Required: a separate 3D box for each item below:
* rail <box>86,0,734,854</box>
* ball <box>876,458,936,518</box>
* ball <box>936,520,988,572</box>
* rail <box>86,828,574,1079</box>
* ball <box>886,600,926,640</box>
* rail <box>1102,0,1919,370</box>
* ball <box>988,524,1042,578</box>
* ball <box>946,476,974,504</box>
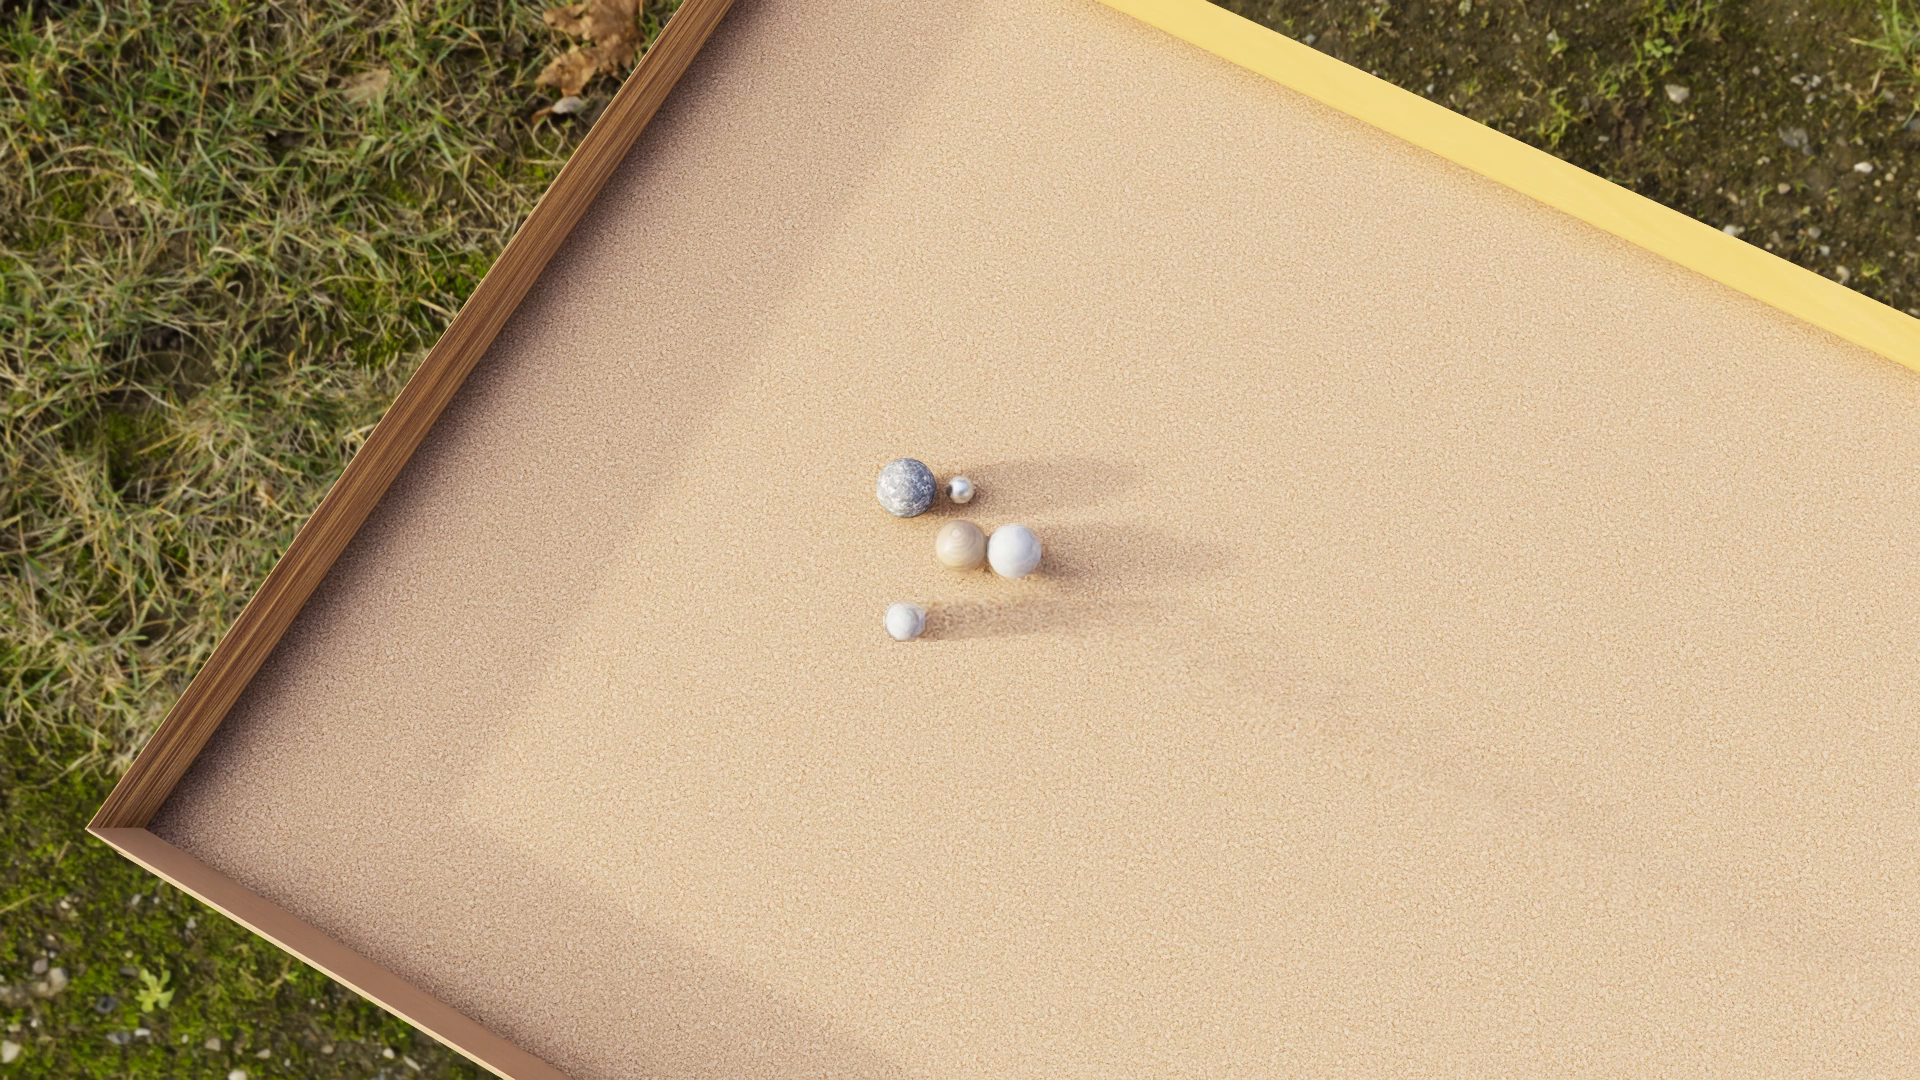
[{"bbox_3d":[-0.754,-0.394,3.633,0.045,0.126,2.109,27,70,11],"label":"rail"},{"bbox_3d":[-0.086,-0.083,3.521,0.097,0.097,0.097,0,67,0],"label":"ball"},{"bbox_3d":[0.002,0.010,3.490,0.083,0.083,0.083,0,67,0],"label":"ball"},{"bbox_3d":[0.277,1.219,2.964,3.540,0.126,0.045,27,70,11],"label":"rail"},{"bbox_3d":[-0.085,0.127,3.452,0.063,0.063,0.063,0,67,0],"label":"ball"},{"bbox_3d":[1.273,-0.448,3.656,3.540,0.126,0.045,27,70,11],"label":"rail"},{"bbox_3d":[0.086,0.019,3.485,0.086,0.086,0.086,0,67,0],"label":"ball"},{"bbox_3d":[0.001,-0.081,3.548,0.046,0.046,0.046,0,67,0],"label":"ball"}]
